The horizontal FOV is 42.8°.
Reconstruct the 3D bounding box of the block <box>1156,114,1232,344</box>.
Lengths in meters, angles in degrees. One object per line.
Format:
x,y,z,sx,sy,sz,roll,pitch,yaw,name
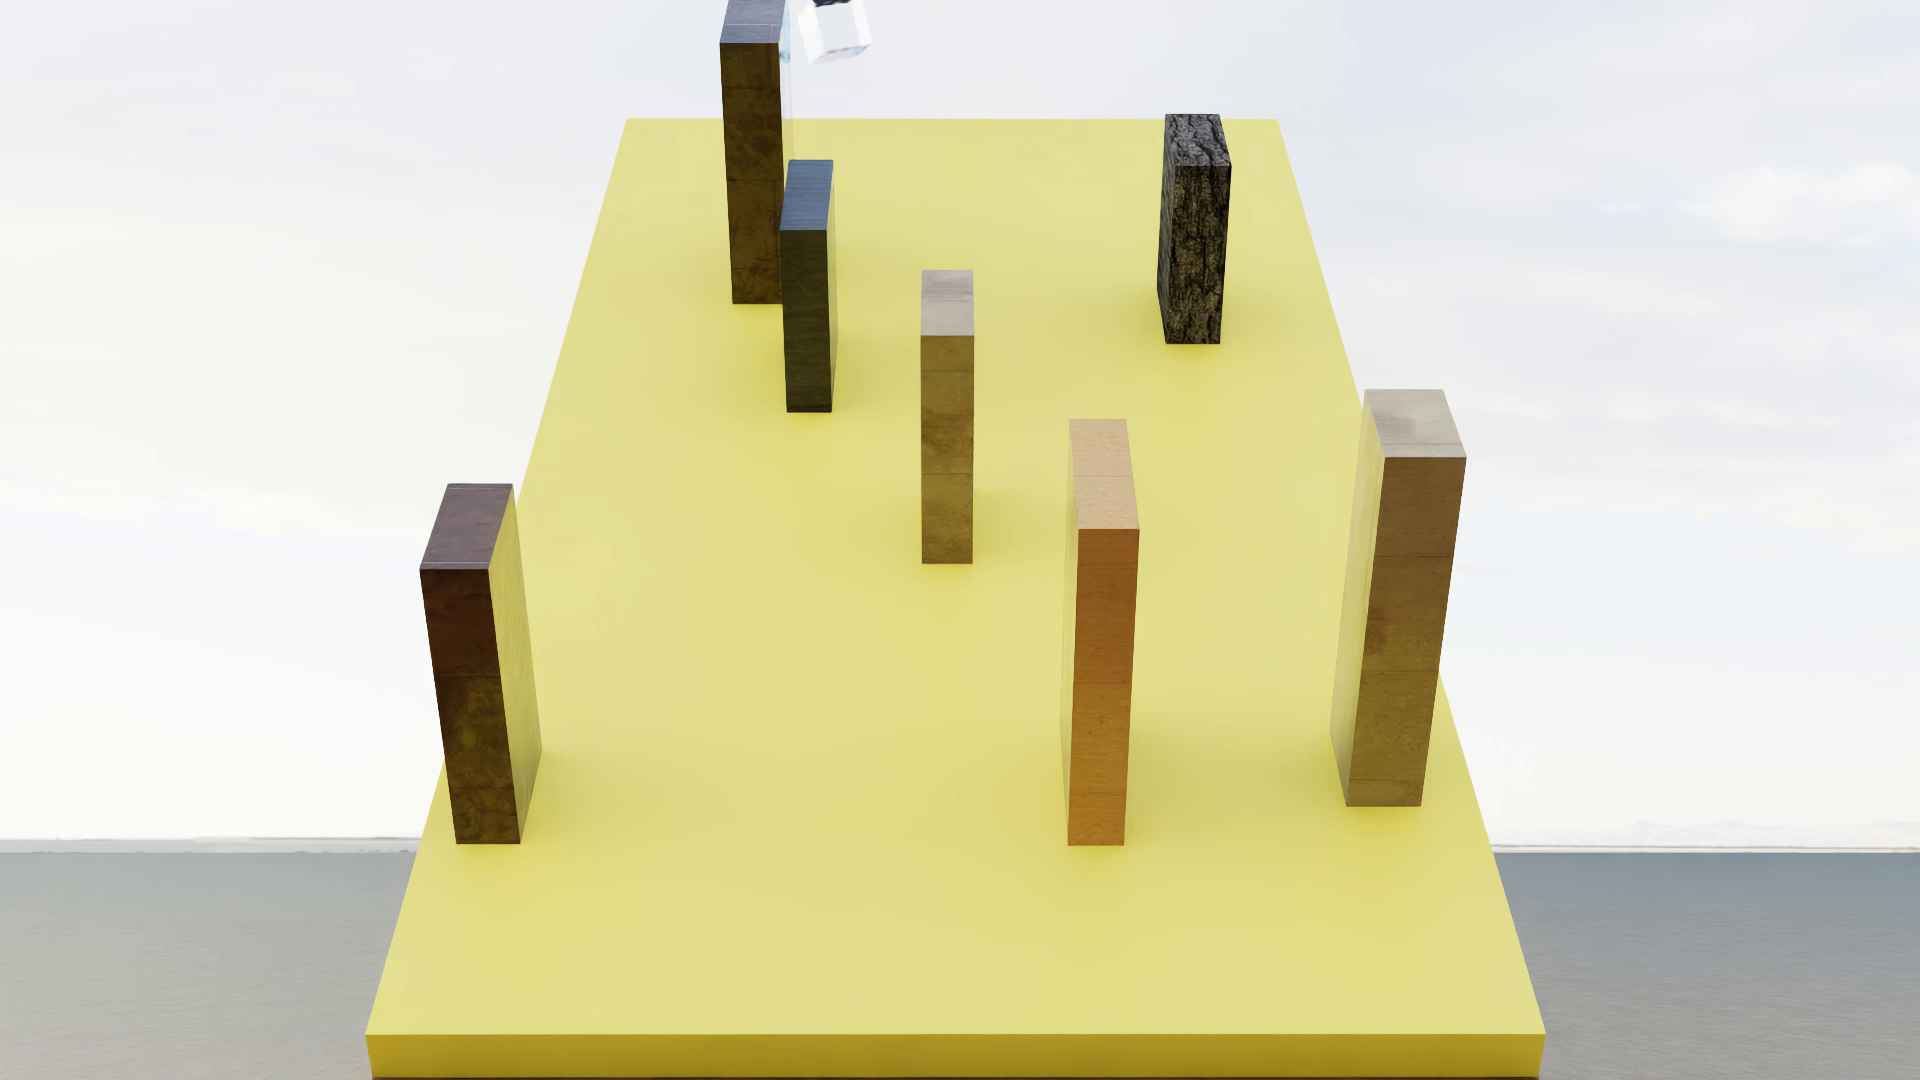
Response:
0.597,-0.799,6.284,0.139,0.493,0.332,0,32,0,block

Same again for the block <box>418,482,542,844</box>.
-0.879,0.232,4.528,0.120,0.612,0.290,0,32,0,block

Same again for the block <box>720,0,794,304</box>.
-0.525,-1.040,6.443,0.148,0.722,0.423,0,32,0,block

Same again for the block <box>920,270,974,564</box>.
-0.028,-0.269,5.372,0.113,0.565,0.311,0,32,0,block

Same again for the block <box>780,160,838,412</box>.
-0.367,-0.625,6.008,0.110,0.487,0.409,0,32,0,block

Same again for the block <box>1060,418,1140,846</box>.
0.254,0.173,4.548,0.105,0.697,0.385,0,32,0,block

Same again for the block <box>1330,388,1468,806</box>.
0.809,0.116,4.572,0.143,0.772,0.246,0,32,0,block

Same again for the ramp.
-0.015,-0.187,5.866,2.000,0.100,4.000,0,32,0,ramp

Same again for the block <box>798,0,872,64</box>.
-0.370,-1.507,7.224,0.152,0.152,0.152,-14,0,-22,block
